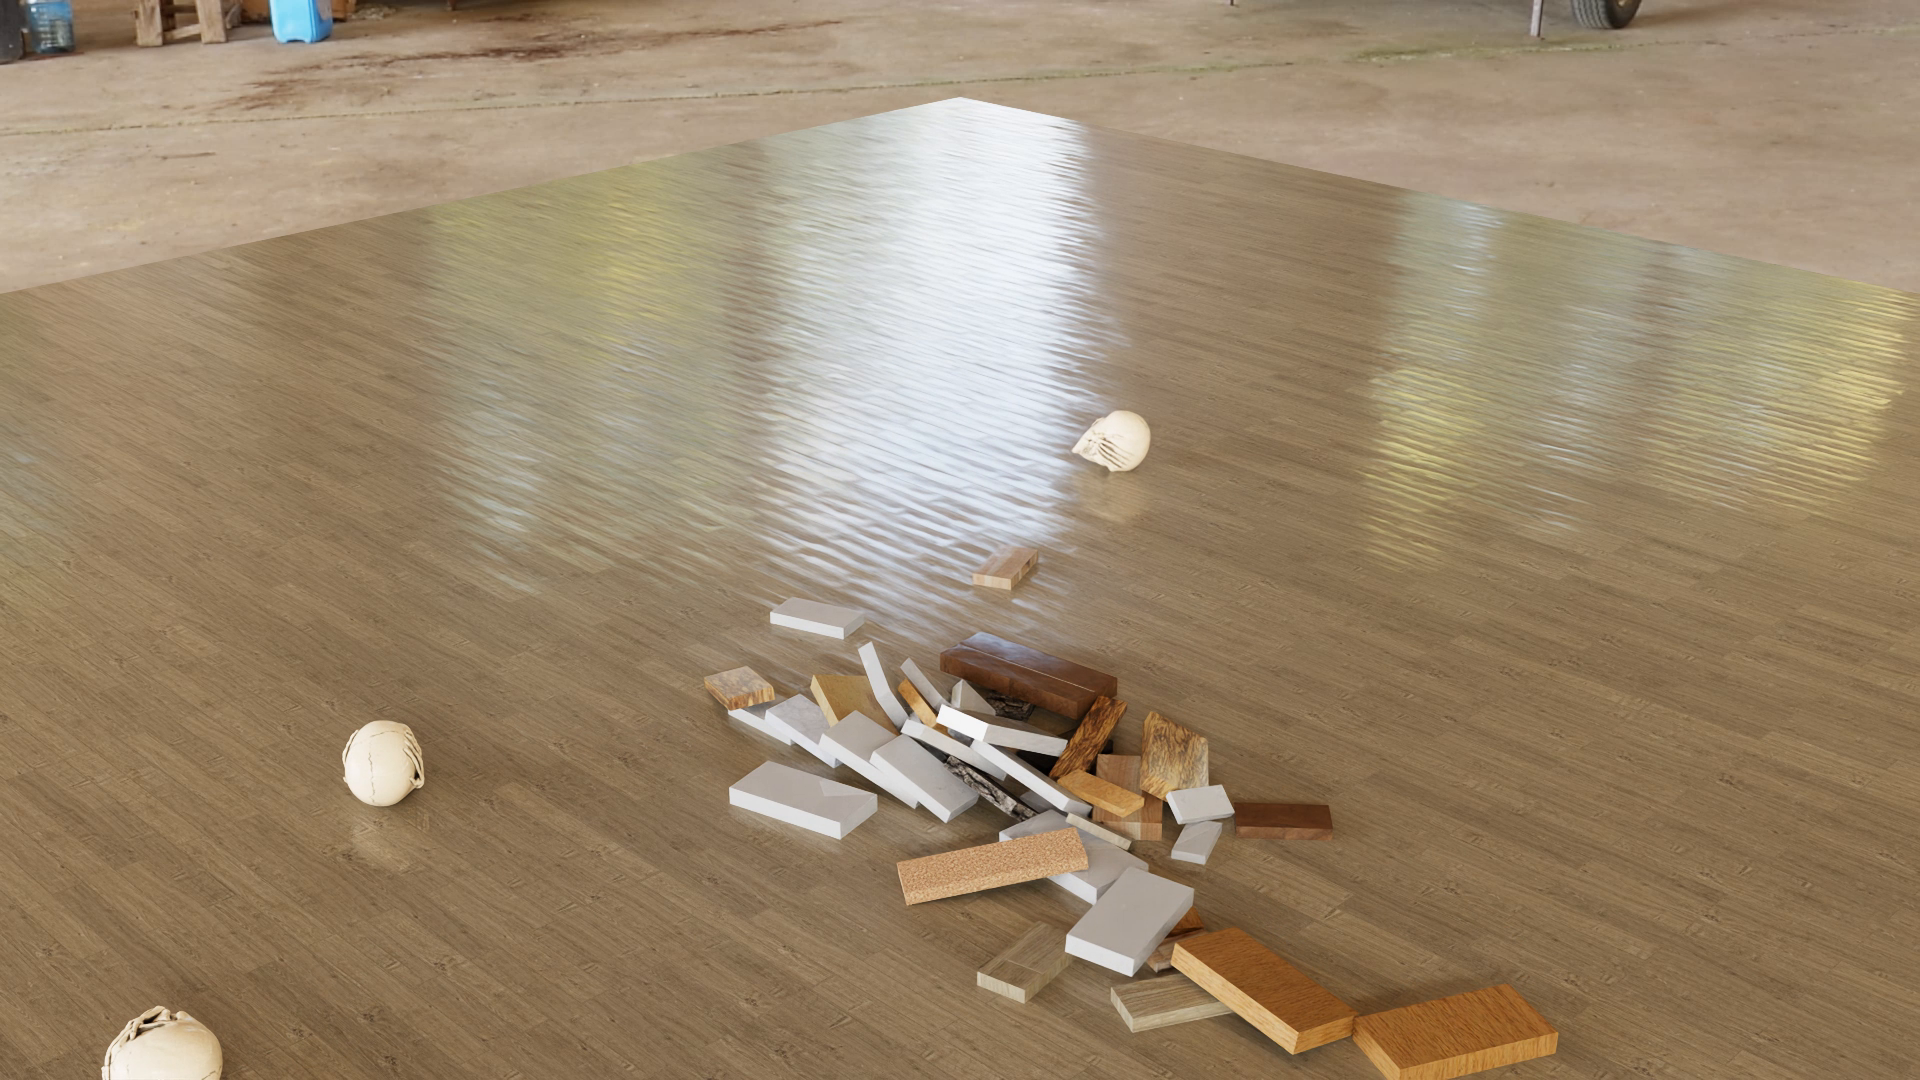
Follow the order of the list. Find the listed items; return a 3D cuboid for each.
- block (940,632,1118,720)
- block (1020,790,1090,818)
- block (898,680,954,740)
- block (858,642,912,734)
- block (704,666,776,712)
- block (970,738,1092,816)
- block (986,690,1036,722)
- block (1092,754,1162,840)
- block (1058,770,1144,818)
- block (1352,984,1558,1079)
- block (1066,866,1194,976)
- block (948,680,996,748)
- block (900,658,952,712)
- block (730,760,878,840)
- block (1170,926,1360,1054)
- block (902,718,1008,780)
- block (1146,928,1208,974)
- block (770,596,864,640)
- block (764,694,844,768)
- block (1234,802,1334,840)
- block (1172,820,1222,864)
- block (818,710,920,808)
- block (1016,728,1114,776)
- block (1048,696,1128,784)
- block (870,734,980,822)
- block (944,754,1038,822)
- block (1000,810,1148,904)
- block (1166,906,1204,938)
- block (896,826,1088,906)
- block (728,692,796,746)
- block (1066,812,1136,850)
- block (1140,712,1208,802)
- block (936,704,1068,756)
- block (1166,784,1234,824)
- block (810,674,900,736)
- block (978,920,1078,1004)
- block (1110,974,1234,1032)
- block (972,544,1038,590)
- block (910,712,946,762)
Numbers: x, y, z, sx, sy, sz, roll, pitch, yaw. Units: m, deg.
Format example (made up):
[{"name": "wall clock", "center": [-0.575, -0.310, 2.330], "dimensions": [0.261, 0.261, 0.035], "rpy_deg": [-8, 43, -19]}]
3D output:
[{"name": "block", "center": [0.151, 0.300, 4.925], "dimensions": [0.383, 0.043, 0.152], "rpy_deg": [18, 29, 35]}, {"name": "block", "center": [0.193, 0.539, 4.467], "dimensions": [0.132, 0.019, 0.066], "rpy_deg": [20, 30, 39]}, {"name": "block", "center": [-0.057, 0.382, 4.738], "dimensions": [0.030, 0.105, 0.211], "rpy_deg": [-47, 30, 2]}, {"name": "block", "center": [-0.157, 0.329, 4.826], "dimensions": [0.035, 0.124, 0.248], "rpy_deg": [-32, 25, 2]}, {"name": "block", "center": [-0.491, 0.329, 4.884], "dimensions": [0.103, 0.029, 0.206], "rpy_deg": [-14, 15, -19]}, {"name": "block", "center": [0.143, 0.479, 4.445], "dimensions": [0.264, 0.027, 0.095], "rpy_deg": [31, 3, 37]}, {"name": "block", "center": [0.126, 0.345, 4.911], "dimensions": [0.101, 0.029, 0.202], "rpy_deg": [7, 24, 16]}, {"name": "block", "center": [0.344, 0.522, 4.480], "dimensions": [0.137, 0.039, 0.275], "rpy_deg": [2, 23, 5]}, {"name": "block", "center": [0.283, 0.510, 4.436], "dimensions": [0.174, 0.018, 0.065], "rpy_deg": [20, 30, 39]}, {"name": "block", "center": [0.838, 0.840, 3.726], "dimensions": [0.303, 0.043, 0.152], "rpy_deg": [-8, 24, -18]}, {"name": "block", "center": [0.312, 0.694, 4.017], "dimensions": [0.133, 0.038, 0.266], "rpy_deg": [17, 28, 25]}, {"name": "block", "center": [0.026, 0.389, 4.719], "dimensions": [0.030, 0.105, 0.211], "rpy_deg": [-41, 15, 18]}, {"name": "block", "center": [-0.052, 0.340, 4.836], "dimensions": [0.030, 0.105, 0.211], "rpy_deg": [-48, 31, 2]}, {"name": "block", "center": [-0.319, 0.527, 4.471], "dimensions": [0.273, 0.038, 0.133], "rpy_deg": [13, 26, 29]}, {"name": "block", "center": [0.526, 0.778, 3.818], "dimensions": [0.152, 0.043, 0.303], "rpy_deg": [-6, 25, -39]}, {"name": "block", "center": [-0.010, 0.432, 4.523], "dimensions": [0.210, 0.030, 0.105], "rpy_deg": [29, -8, -22]}, {"name": "block", "center": [0.399, 0.744, 3.983], "dimensions": [0.132, 0.019, 0.066], "rpy_deg": [-10, 25, -23]}, {"name": "block", "center": [-0.343, 0.187, 5.285], "dimensions": [0.202, 0.029, 0.101], "rpy_deg": [11, 25, 25]}, {"name": "block", "center": [-0.307, 0.407, 4.708], "dimensions": [0.206, 0.029, 0.103], "rpy_deg": [31, 36, 30]}, {"name": "block", "center": [0.645, 0.563, 4.399], "dimensions": [0.190, 0.027, 0.095], "rpy_deg": [1, 23, 3]}, {"name": "block", "center": [0.468, 0.593, 4.339], "dimensions": [0.067, 0.019, 0.134], "rpy_deg": [8, 24, 19]}, {"name": "block", "center": [-0.156, 0.452, 4.552], "dimensions": [0.248, 0.035, 0.124], "rpy_deg": [31, 33, 19]}, {"name": "block", "center": [0.223, 0.450, 4.667], "dimensions": [0.190, 0.027, 0.095], "rpy_deg": [-17, 29, -35]}, {"name": "block", "center": [0.274, 0.426, 4.660], "dimensions": [0.066, 0.019, 0.349], "rpy_deg": [12, 28, 17]}, {"name": "block", "center": [-0.071, 0.484, 4.483], "dimensions": [0.210, 0.030, 0.105], "rpy_deg": [36, 35, 21]}, {"name": "block", "center": [0.068, 0.508, 4.427], "dimensions": [0.210, 0.030, 0.105], "rpy_deg": [32, -2, 43]}, {"name": "block", "center": [0.219, 0.614, 4.265], "dimensions": [0.137, 0.039, 0.274], "rpy_deg": [-18, 29, -37]}, {"name": "block", "center": [0.377, 0.710, 4.063], "dimensions": [0.134, 0.019, 0.067], "rpy_deg": [-4, 23, -9]}, {"name": "block", "center": [0.061, 0.621, 4.196], "dimensions": [0.352, 0.028, 0.100], "rpy_deg": [-10, 28, -6]}, {"name": "block", "center": [-0.402, 0.385, 4.816], "dimensions": [0.206, 0.029, 0.103], "rpy_deg": [21, 31, 40]}, {"name": "block", "center": [0.278, 0.570, 4.313], "dimensions": [0.134, 0.019, 0.067], "rpy_deg": [24, 1, 16]}, {"name": "block", "center": [0.444, 0.462, 4.548], "dimensions": [0.137, 0.039, 0.274], "rpy_deg": [27, 23, -6]}, {"name": "block", "center": [0.089, 0.396, 4.555], "dimensions": [0.133, 0.038, 0.266], "rpy_deg": [19, 2, 42]}, {"name": "block", "center": [0.481, 0.529, 4.399], "dimensions": [0.130, 0.018, 0.065], "rpy_deg": [-3, 55, -31]}, {"name": "block", "center": [-0.226, 0.372, 4.737], "dimensions": [0.124, 0.035, 0.248], "rpy_deg": [3, 27, -24]}, {"name": "block", "center": [0.129, 0.755, 3.944], "dimensions": [0.100, 0.028, 0.200], "rpy_deg": [15, 27, 31]}, {"name": "block", "center": [0.375, 0.801, 3.837], "dimensions": [0.200, 0.028, 0.100], "rpy_deg": [-7, 24, -17]}, {"name": "block", "center": [0.117, 0.067, 5.566], "dimensions": [0.101, 0.029, 0.202], "rpy_deg": [9, 25, 20]}, {"name": "block", "center": [-0.069, 0.419, 4.692], "dimensions": [0.018, 0.065, 0.130], "rpy_deg": [-39, 26, 4]}]
